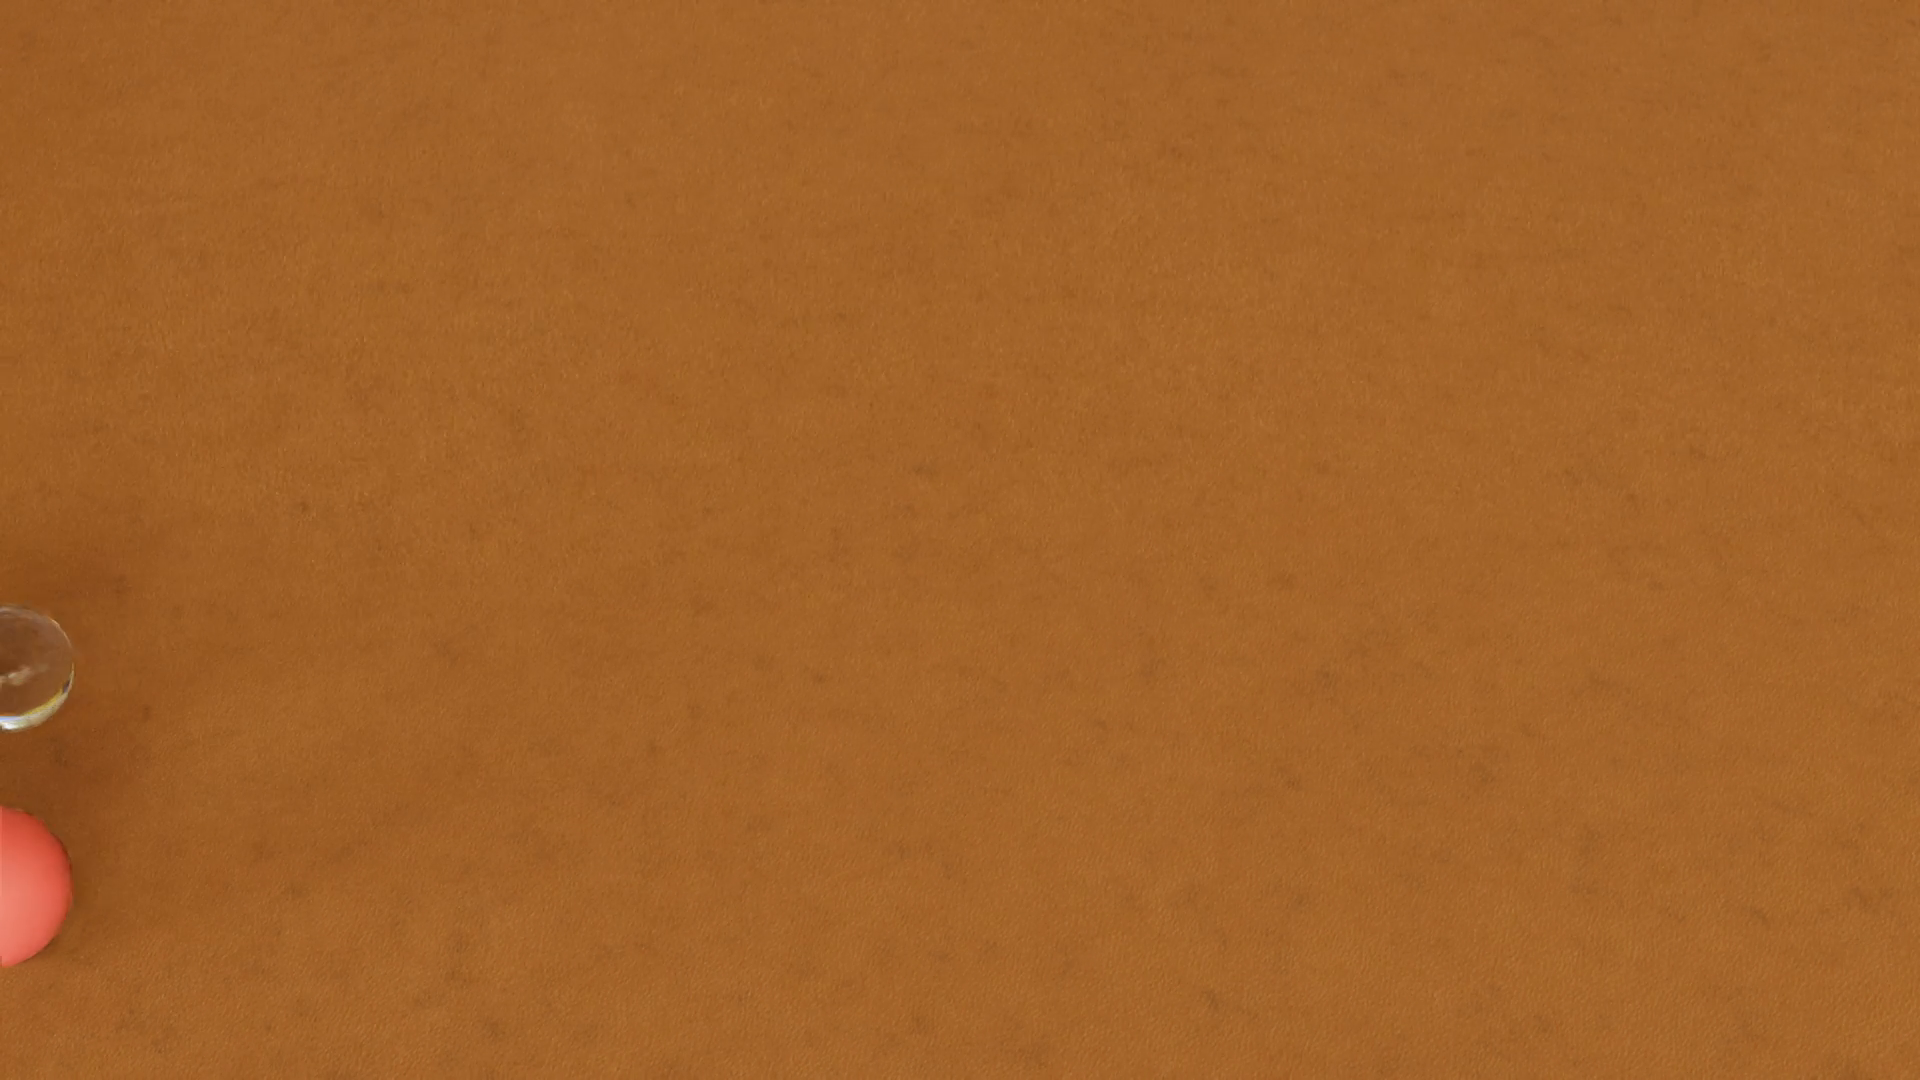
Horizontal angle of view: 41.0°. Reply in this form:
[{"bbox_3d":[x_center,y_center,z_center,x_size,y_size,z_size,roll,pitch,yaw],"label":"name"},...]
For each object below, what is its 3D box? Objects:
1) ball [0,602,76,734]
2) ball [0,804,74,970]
[{"bbox_3d":[-0.525,0.070,1.410,0.072,0.072,0.072,0,37,0],"label":"ball"},{"bbox_3d":[-0.481,0.172,1.266,0.082,0.082,0.082,0,37,0],"label":"ball"}]
